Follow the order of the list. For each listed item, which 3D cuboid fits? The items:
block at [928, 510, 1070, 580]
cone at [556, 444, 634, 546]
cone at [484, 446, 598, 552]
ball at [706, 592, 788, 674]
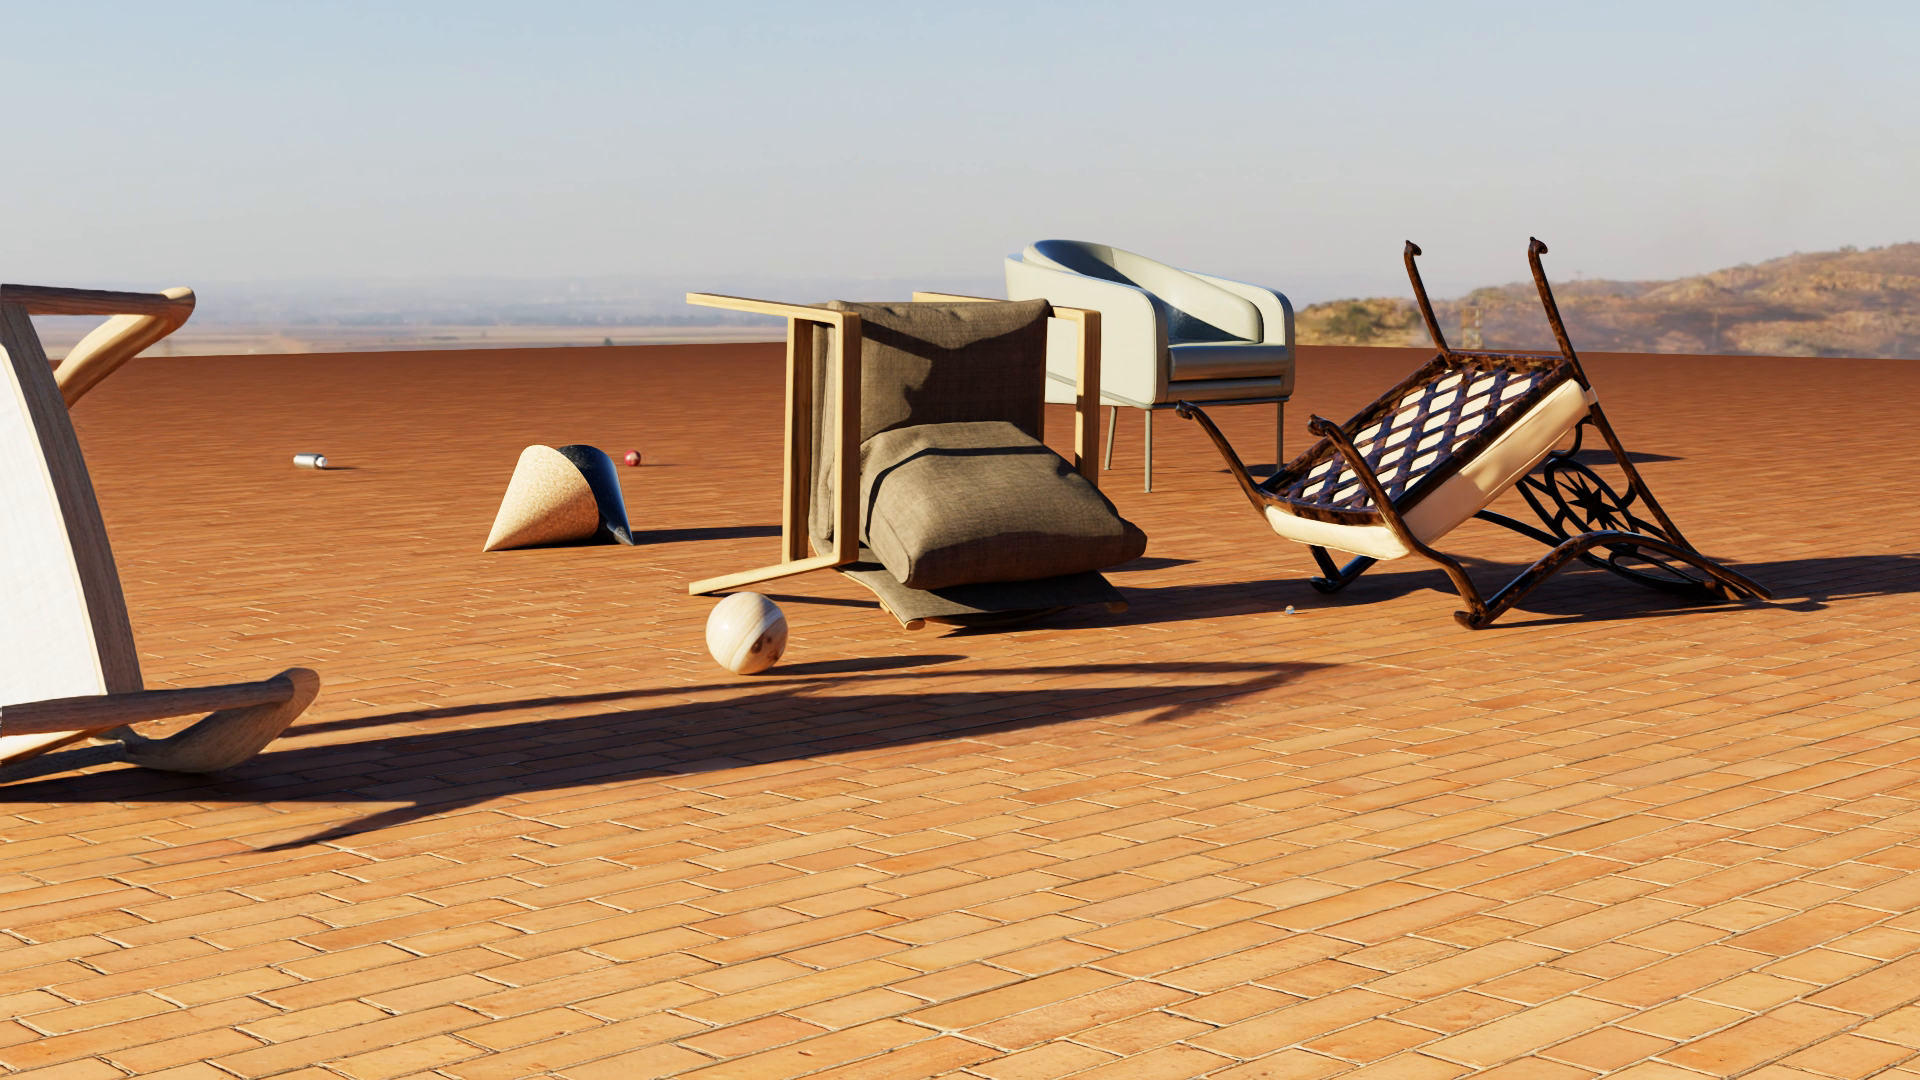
[{"bbox_3d":[0.088,0.008,5.736,0.241,0.122,0.214,4,7,35],"label":"block"},{"bbox_3d":[-0.887,-0.056,6.378,0.278,0.246,0.325,32,4,-46],"label":"cone"},{"bbox_3d":[-1.065,-0.043,6.228,0.242,0.273,0.283,-6,27,41],"label":"cone"},{"bbox_3d":[-0.352,0.154,4.247,0.137,0.137,0.137,0,6,0],"label":"ball"}]
